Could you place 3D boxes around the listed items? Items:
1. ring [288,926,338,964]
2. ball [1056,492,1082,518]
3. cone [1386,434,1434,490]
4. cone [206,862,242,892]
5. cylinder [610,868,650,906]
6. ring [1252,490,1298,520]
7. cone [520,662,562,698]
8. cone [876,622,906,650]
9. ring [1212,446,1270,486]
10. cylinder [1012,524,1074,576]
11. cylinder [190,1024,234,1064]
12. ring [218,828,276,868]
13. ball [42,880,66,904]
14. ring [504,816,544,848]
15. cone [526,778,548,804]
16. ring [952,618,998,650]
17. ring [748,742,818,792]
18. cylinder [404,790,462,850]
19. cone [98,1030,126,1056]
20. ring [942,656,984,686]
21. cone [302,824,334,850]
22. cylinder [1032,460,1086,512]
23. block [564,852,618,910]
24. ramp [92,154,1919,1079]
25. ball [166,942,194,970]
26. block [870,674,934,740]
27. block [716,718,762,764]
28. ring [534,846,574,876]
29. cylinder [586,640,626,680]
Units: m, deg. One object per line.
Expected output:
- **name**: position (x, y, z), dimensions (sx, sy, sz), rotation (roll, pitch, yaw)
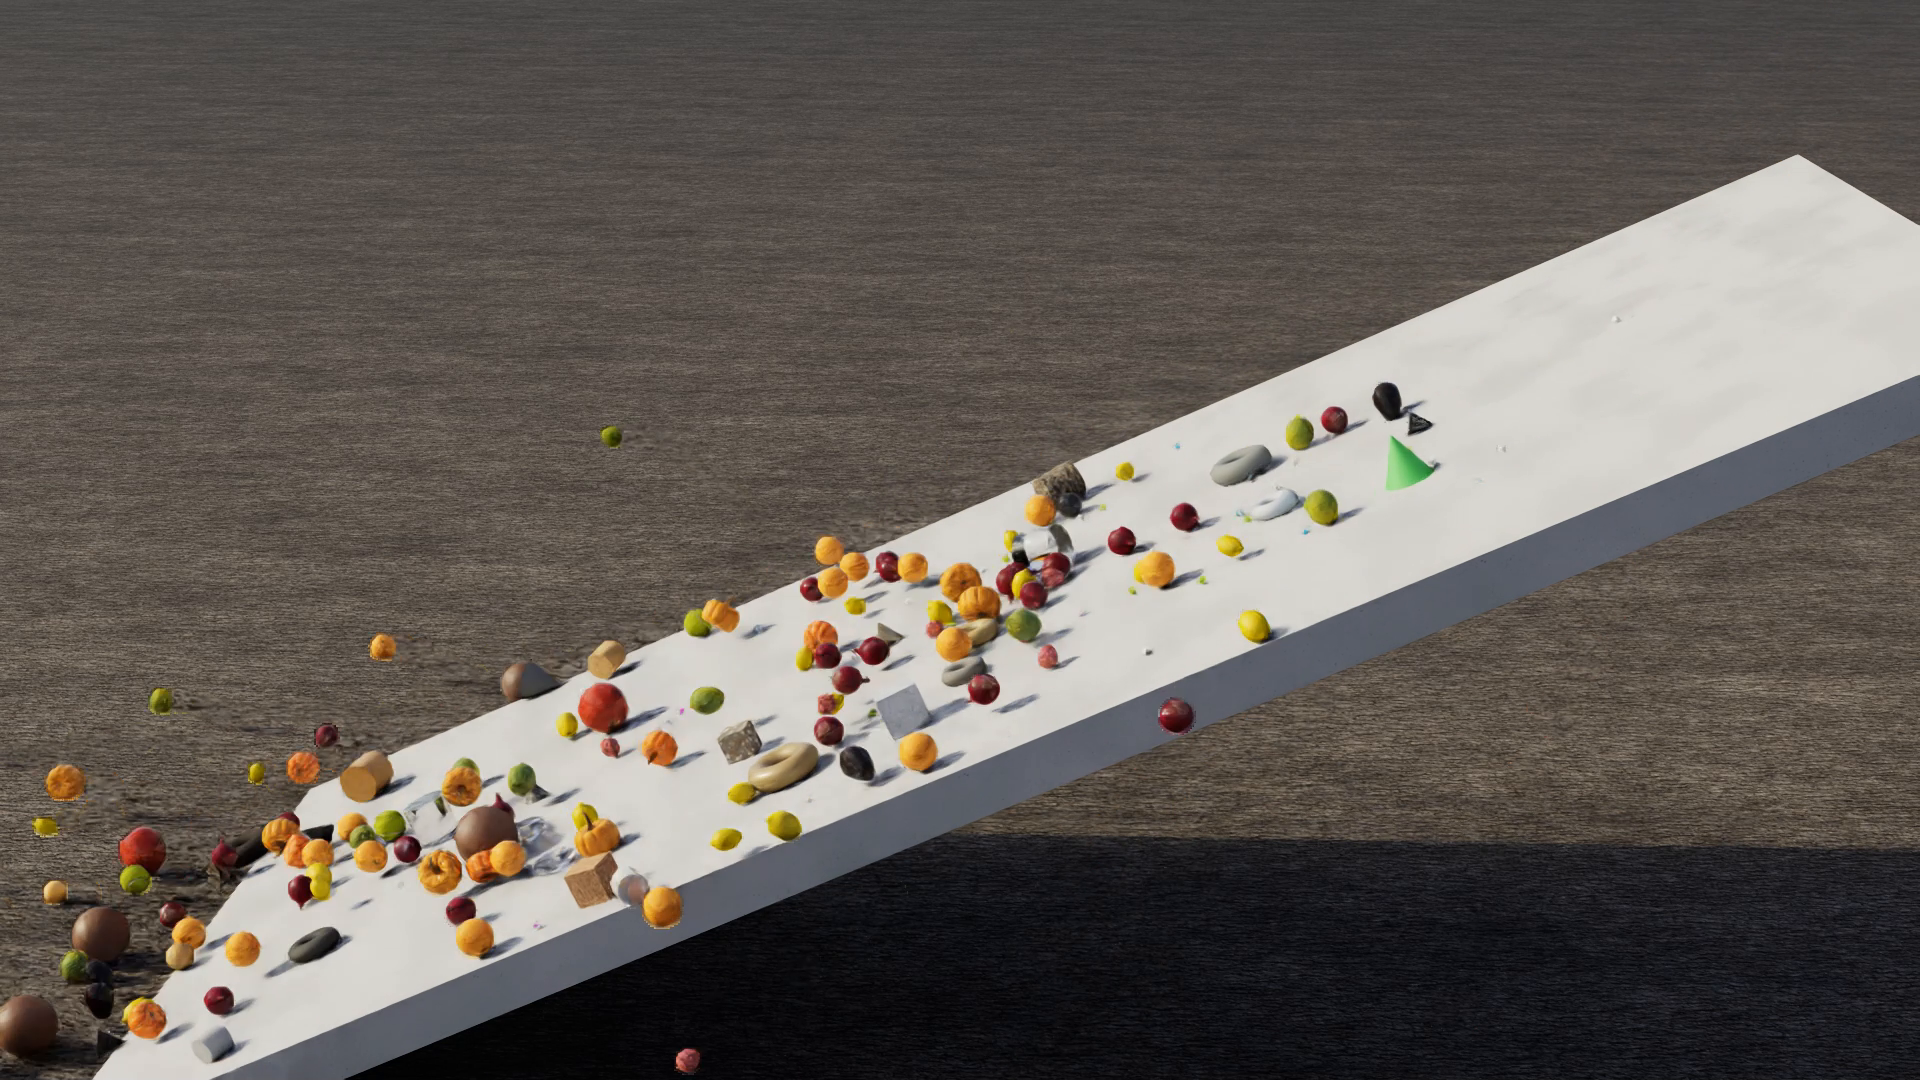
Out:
- **ring**: position (-1.328, 0.832, 6.045), dimensions (0.110, 0.037, 0.110), rotation (-26, 11, 5)
- **ball**: position (0.249, -0.080, 6.713), dimensions (0.057, 0.057, 0.057), rotation (0, 15, 0)
- **cone**: position (0.868, -0.164, 5.797), dimensions (0.099, 0.099, 0.099), rotation (-24, 13, 6)
- **cone**: position (-1.738, 0.790, 6.985), dimensions (0.075, 0.075, 0.075), rotation (-13, 20, -39)
- **cylinder**: position (-0.609, 0.639, 5.423), dimensions (0.060, 0.060, 0.060), rotation (-5, 8, -19)
- **ring**: position (0.642, -0.072, 6.000), dimensions (0.100, 0.033, 0.100), rotation (-25, 13, 6)
- **cone**: position (-1.041, 0.359, 7.392), dimensions (0.095, 0.095, 0.095), rotation (8, 17, 15)
- **cone**: position (-0.148, 0.208, 6.364), dimensions (0.061, 0.061, 0.061), rotation (3, 15, 3)
- **ring**: position (0.610, -0.162, 6.393), dimensions (0.140, 0.047, 0.140), rotation (-25, 12, 5)
- **cylinder**: position (0.178, 0.022, 6.348), dimensions (0.095, 0.095, 0.095), rotation (-16, 4, 35)
- **cylinder**: position (-1.439, 0.970, 5.660), dimensions (0.056, 0.056, 0.056), rotation (9, 33, 31)
- **ring**: position (-1.723, 0.745, 7.108), dimensions (0.148, 0.049, 0.148), rotation (-24, 14, 6)
- **ball**: position (-2.162, 0.841, 7.027), dimensions (0.055, 0.055, 0.055), rotation (0, 15, 0)
- **ring**: position (-0.913, 0.612, 6.164), dimensions (0.095, 0.032, 0.095), rotation (-25, 13, 6)
- **cone**: position (-0.936, 0.543, 6.436), dimensions (0.054, 0.054, 0.054), rotation (-24, 13, 6)
- **ring**: position (0.031, 0.194, 6.074), dimensions (0.104, 0.035, 0.104), rotation (-23, 12, 5)
- **ring**: position (-0.345, 0.443, 5.744), dimensions (0.149, 0.050, 0.149), rotation (-23, 14, 6)
- **cylinder**: position (-1.160, 0.616, 6.469), dimensions (0.094, 0.094, 0.094), rotation (-24, 13, 6)
- **cone**: position (-1.744, 1.032, 6.046), dimensions (0.057, 0.057, 0.057), rotation (-1, 15, -16)
- **ring**: position (0.007, 0.261, 5.857), dimensions (0.093, 0.031, 0.093), rotation (-23, 14, 6)
- **cone**: position (-1.500, 0.683, 6.837), dimensions (0.065, 0.065, 0.065), rotation (17, 7, -25)
- **cylinder**: position (0.231, -0.123, 6.844), dimensions (0.089, 0.089, 0.089), rotation (-34, 24, -10)
- **block**: position (-0.688, 0.641, 5.542), dimensions (0.071, 0.071, 0.071), rotation (-18, 14, 26)
- **ramp**: position (0.133, 0.170, 6.284), dimensions (4.000, 0.100, 2.000), rotation (-23, 13, 8)
- **ball**: position (-1.692, 0.904, 6.383), dimensions (0.061, 0.061, 0.061), rotation (0, 15, 0)
- **block**: position (-0.113, 0.324, 5.705), dimensions (0.085, 0.085, 0.085), rotation (-26, 13, -3)
- **block**: position (-0.451, 0.414, 6.030), dimensions (0.061, 0.061, 0.061), rotation (-21, 13, 17)
- **ring**: position (-0.808, 0.640, 5.863), dimensions (0.087, 0.029, 0.087), rotation (-25, 12, 6)
- **cylinder**: position (-0.870, 0.294, 7.235), dimensions (0.071, 0.071, 0.071), rotation (10, 49, 34)
